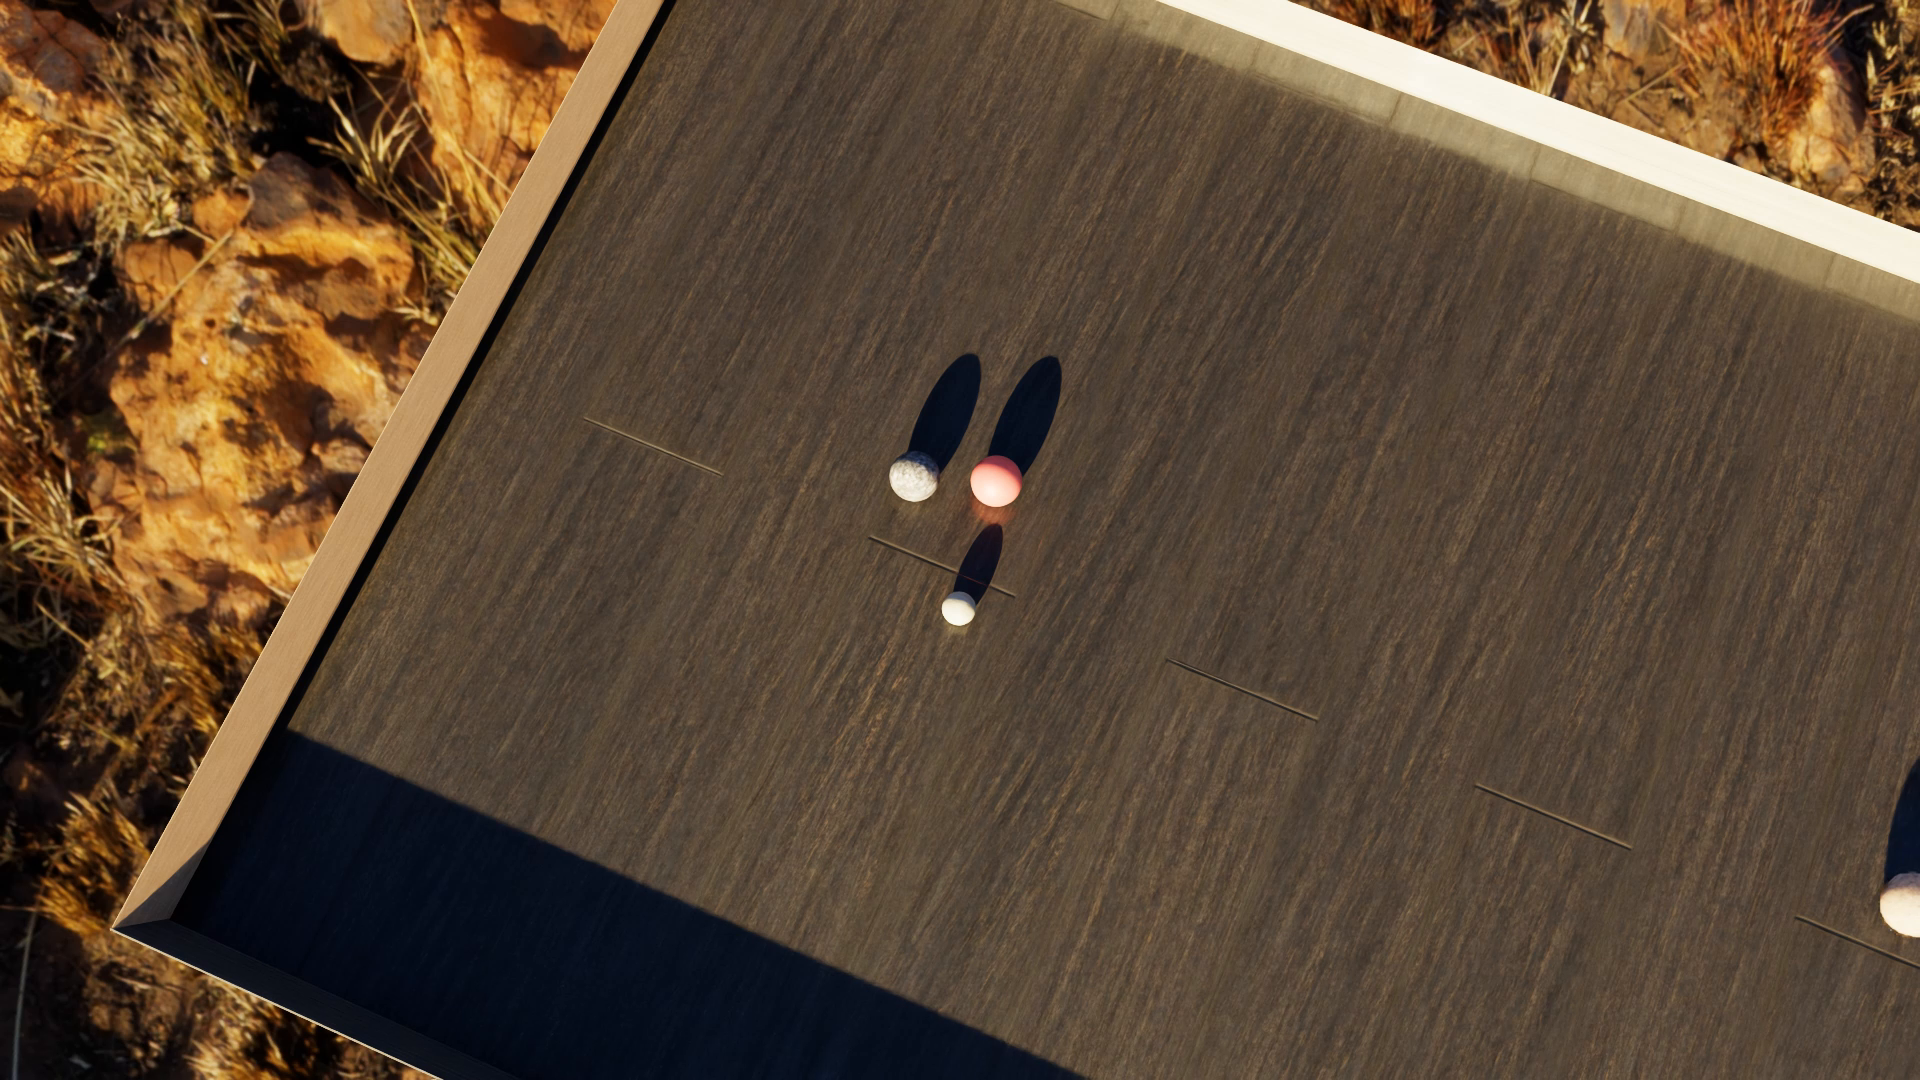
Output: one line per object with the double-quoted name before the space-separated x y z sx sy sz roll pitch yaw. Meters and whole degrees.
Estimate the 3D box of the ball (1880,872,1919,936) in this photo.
"ball" 1.395 0.533 3.216 0.093 0.093 0.093 0 72 0

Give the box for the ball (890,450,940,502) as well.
"ball" -0.071 -0.100 3.429 0.079 0.079 0.079 0 72 0

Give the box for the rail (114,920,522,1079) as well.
"rail" 0.399 1.206 2.980 3.482 0.121 0.045 22 73 7

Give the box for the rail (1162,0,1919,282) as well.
"rail" 1.201 -0.569 3.560 3.482 0.121 0.045 22 73 7

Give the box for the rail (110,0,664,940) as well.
"rail" -0.778 -0.326 3.480 0.045 0.121 2.080 22 73 7

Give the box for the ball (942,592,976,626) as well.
"ball" -0.002 0.105 3.377 0.053 0.053 0.053 0 72 0

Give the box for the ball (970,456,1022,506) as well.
"ball" 0.057 -0.092 3.426 0.081 0.081 0.081 0 72 0
